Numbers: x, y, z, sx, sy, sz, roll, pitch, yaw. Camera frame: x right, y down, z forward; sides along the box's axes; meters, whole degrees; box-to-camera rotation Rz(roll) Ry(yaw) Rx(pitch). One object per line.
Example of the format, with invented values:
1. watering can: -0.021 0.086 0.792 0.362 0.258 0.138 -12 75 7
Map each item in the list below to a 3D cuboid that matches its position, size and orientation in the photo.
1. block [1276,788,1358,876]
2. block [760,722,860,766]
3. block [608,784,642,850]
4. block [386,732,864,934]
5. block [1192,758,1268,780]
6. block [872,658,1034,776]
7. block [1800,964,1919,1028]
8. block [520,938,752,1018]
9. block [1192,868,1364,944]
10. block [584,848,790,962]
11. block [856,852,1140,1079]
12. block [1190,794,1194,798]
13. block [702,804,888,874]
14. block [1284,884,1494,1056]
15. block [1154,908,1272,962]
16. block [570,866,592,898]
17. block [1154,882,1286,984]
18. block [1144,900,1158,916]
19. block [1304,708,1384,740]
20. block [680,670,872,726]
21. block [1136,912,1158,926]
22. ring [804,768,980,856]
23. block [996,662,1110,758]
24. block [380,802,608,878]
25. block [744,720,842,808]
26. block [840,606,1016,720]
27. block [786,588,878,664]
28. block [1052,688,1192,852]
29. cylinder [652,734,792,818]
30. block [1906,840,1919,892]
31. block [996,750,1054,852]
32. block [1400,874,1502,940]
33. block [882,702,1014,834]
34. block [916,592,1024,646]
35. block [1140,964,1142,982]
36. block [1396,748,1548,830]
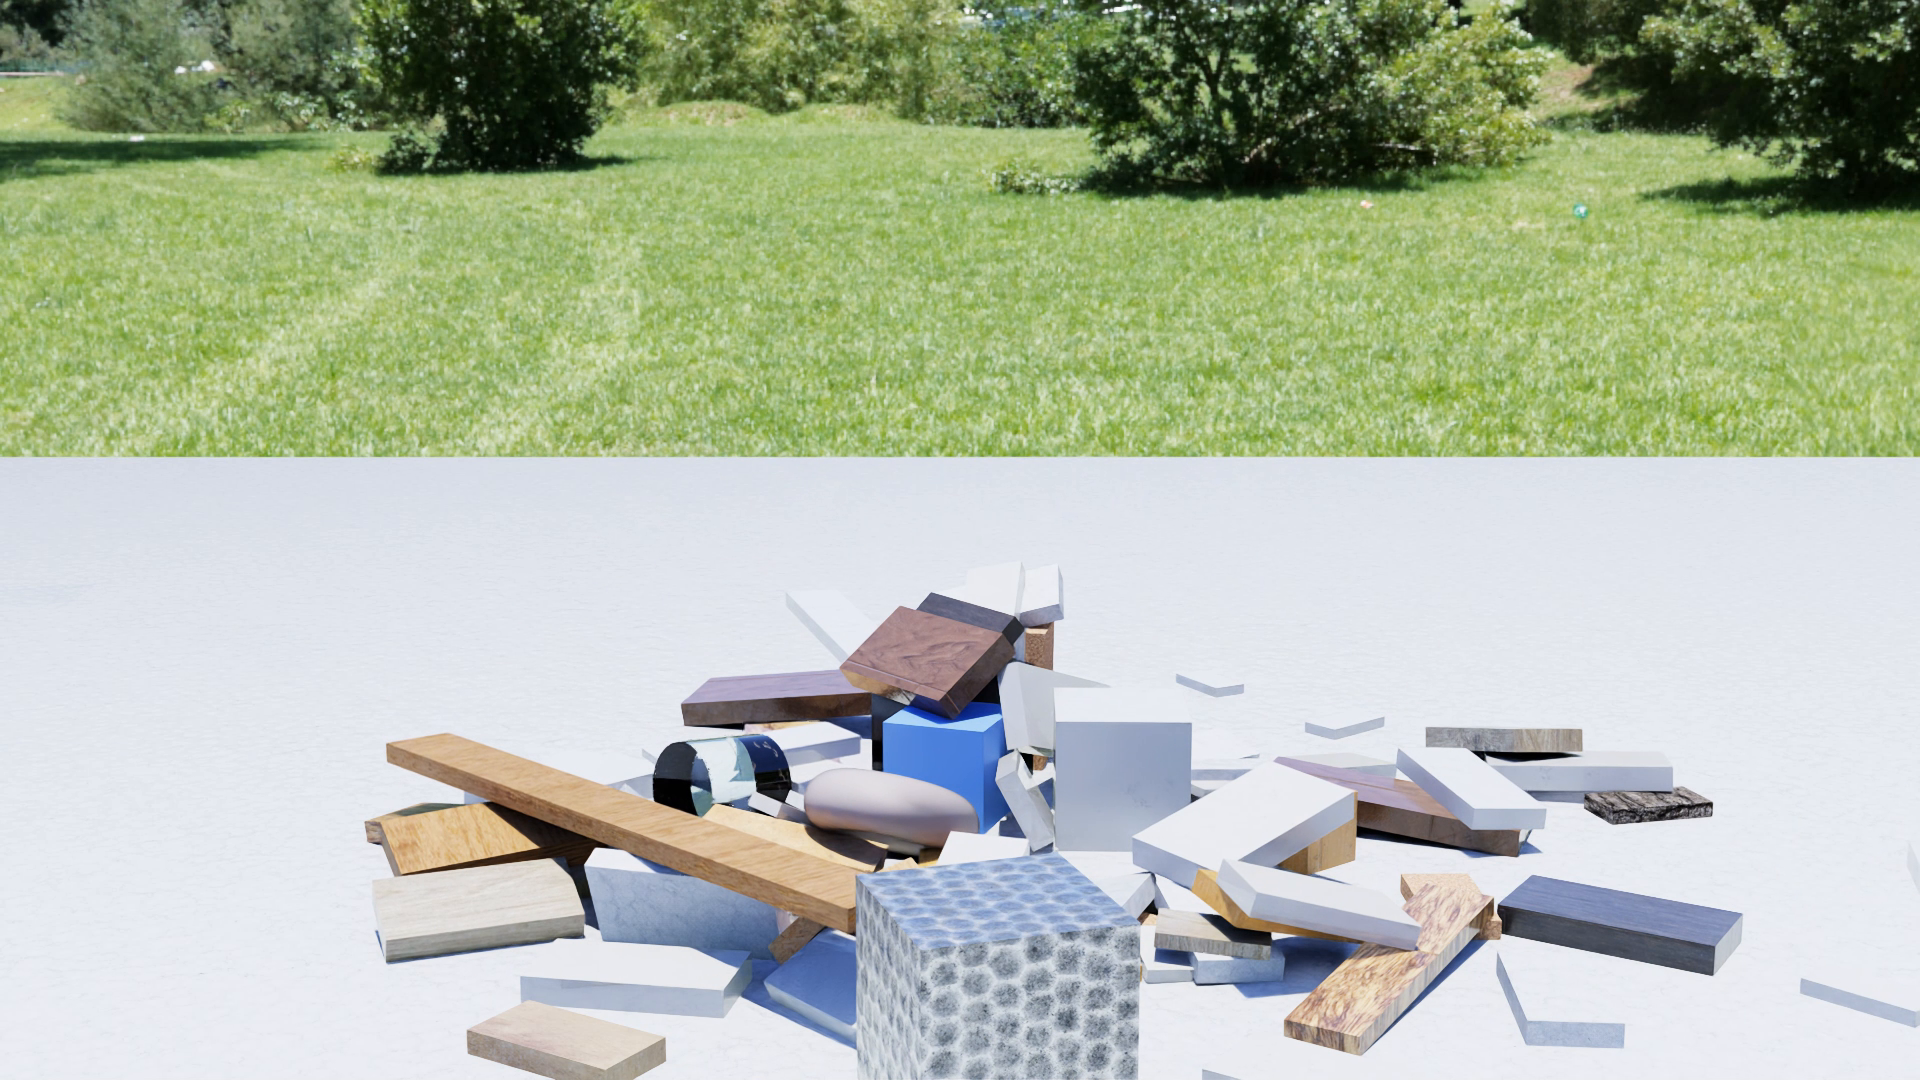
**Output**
1. block: 0.602 0.496 3.833 0.125 0.125 0.125 -9 14 -39
2. block: -0.327 0.394 4.173 0.249 0.035 0.125 -7 13 -34
3. block: -0.498 0.521 3.629 0.172 0.049 0.345 40 2 -14
4. block: -0.545 0.445 3.513 0.125 0.035 1.294 -7 11 -42
5. block: 0.464 0.442 4.231 0.323 0.023 0.081 2 8 -23
6. block: -0.015 0.351 4.334 0.226 0.226 0.226 -9 14 -40
7. block: 1.328 0.663 3.208 0.086 0.024 0.172 -9 14 -41
8. block: -0.476 0.646 3.248 0.306 0.043 0.153 2 11 10
9. block: 0.502 0.563 3.370 0.266 0.038 0.133 12 10 -28
10. block: -0.417 0.562 3.388 0.306 0.153 0.043 3 32 16
11. block: 0.043 0.599 2.838 0.286 0.286 0.286 -3 11 -18
12. block: 0.382 0.479 4.218 0.129 0.018 0.064 4 11 19
13. block: -0.289 0.524 3.727 0.311 0.044 0.155 13 10 6
14. block: 0.646 0.630 3.267 0.113 0.032 0.548 7 16 32
15. block: 0.382 0.595 3.318 0.173 0.024 0.086 5 16 8
16. block: -0.719 0.554 3.640 0.300 0.039 0.137 -6 25 -19
17. block: 0.398 0.603 3.402 0.133 0.038 0.269 0 16 -9
18. block: 0.359 0.604 3.537 0.071 0.020 0.212 -5 12 -27
19. block: 0.818 0.392 4.674 0.163 0.023 0.081 -9 14 -40
20. block: -0.347 0.333 4.714 0.466 0.050 0.178 -5 13 16
21. block: 0.264 0.618 3.462 0.071 0.020 0.141 10 14 42
22. ring: -0.118 0.470 3.781 0.308 0.103 0.308 11 -15 3
23. block: 0.194 0.338 4.225 0.044 0.156 0.441 -14 -15 24
24. block: -0.770 0.499 3.651 0.345 0.049 0.172 -8 26 -23
25. block: -0.319 0.446 4.324 0.155 0.044 0.504 -2 11 -11
26. block: -0.066 0.228 4.160 0.178 0.050 0.356 -45 29 -20
27. block: -0.218 0.272 5.276 0.138 0.039 1.338 -3 11 -16
28. block: 0.289 0.412 3.977 0.237 0.237 0.237 0 11 1
29. cylinder: -0.426 0.442 3.935 0.177 0.177 0.177 -2 9 -44
30. block: 1.771 0.563 3.694 0.312 0.044 0.156 3 11 15
31. block: 0.116 0.458 3.891 0.039 0.138 0.276 -28 1 3
32. block: 0.793 0.593 3.565 0.112 0.032 0.225 0 11 0
33. block: -0.017 0.416 4.075 0.194 0.194 0.194 4 11 19
34. block: -0.009 0.187 4.274 0.138 0.039 0.276 -49 33 -19
35. block: 0.170 0.647 3.288 0.184 0.026 0.092 -5 12 -25
36. block: 0.926 0.450 4.004 0.138 0.039 0.337 2 13 -13
